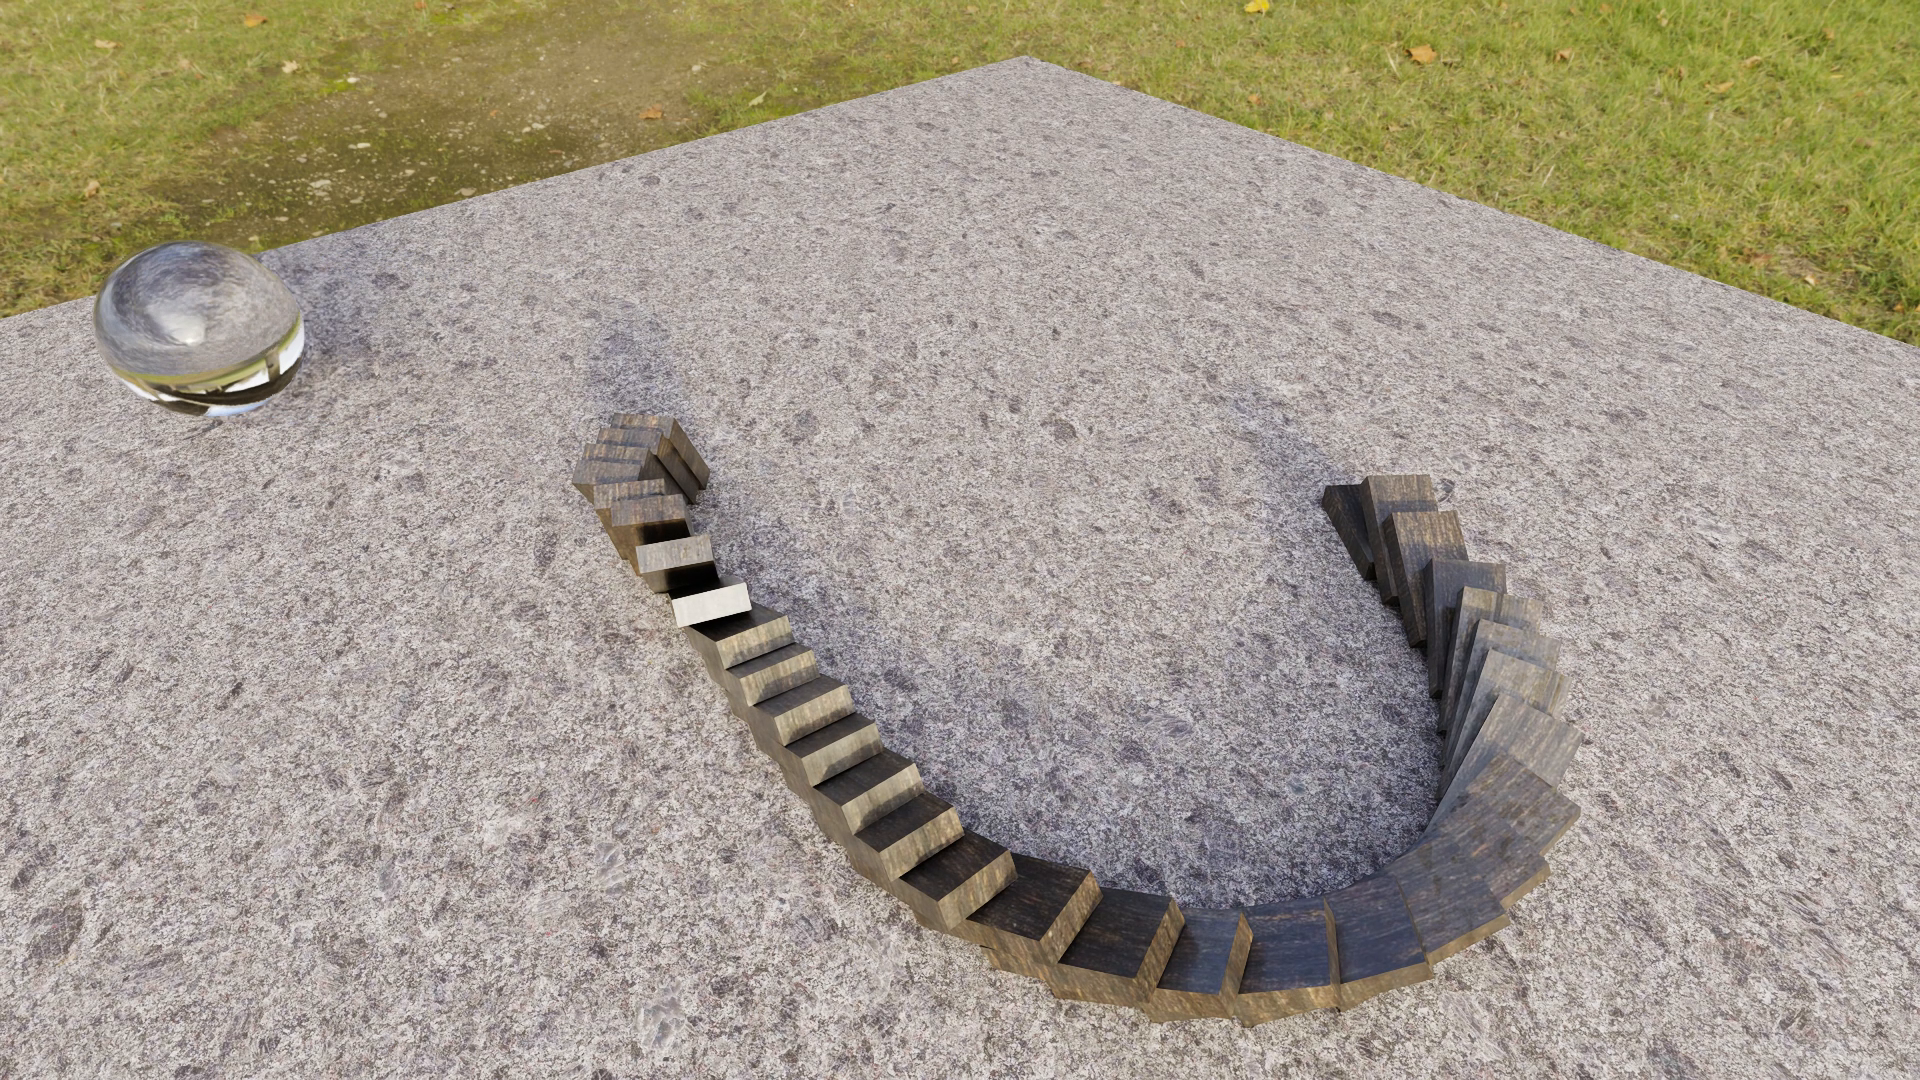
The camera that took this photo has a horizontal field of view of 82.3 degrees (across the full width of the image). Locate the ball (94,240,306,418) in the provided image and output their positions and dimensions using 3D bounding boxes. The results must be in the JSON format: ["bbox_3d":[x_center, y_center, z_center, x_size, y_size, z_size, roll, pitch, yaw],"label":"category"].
[{"bbox_3d":[-0.348,-0.097,0.506,0.080,0.080,0.080,0,39,0],"label":"ball"}]

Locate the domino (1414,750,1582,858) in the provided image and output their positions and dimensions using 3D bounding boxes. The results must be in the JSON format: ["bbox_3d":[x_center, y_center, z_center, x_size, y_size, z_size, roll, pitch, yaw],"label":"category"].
[{"bbox_3d":[0.150,0.088,0.316,0.050,0.010,0.025,-46,51,-3],"label":"domino"}]

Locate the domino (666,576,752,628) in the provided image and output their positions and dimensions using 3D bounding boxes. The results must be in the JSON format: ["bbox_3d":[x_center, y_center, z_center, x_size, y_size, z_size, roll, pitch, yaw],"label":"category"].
[{"bbox_3d":[-0.091,0.021,0.396,0.025,0.010,0.050,-14,5,-16],"label":"domino"}]

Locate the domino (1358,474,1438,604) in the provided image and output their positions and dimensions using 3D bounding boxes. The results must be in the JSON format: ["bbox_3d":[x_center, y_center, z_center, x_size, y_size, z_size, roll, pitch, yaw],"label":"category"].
[{"bbox_3d":[0.172,-0.001,0.425,0.025,0.010,0.050,-1,67,-3],"label":"domino"}]

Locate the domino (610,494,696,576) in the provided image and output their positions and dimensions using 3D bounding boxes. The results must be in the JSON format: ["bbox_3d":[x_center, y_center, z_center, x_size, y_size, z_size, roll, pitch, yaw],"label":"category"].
[{"bbox_3d":[-0.114,-0.001,0.414,0.025,0.050,0.010,-7,69,-9],"label":"domino"}]

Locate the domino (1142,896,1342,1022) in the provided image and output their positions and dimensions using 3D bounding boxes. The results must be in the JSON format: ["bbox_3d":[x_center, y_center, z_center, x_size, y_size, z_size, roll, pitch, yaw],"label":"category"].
[{"bbox_3d":[0.073,0.111,0.290,0.050,0.010,0.025,-17,33,25],"label":"domino"}]

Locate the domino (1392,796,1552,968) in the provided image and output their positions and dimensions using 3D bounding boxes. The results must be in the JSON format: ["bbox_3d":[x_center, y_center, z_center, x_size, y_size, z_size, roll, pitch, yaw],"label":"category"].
[{"bbox_3d":[0.134,0.097,0.306,0.050,0.010,0.025,-39,45,3],"label":"domino"}]

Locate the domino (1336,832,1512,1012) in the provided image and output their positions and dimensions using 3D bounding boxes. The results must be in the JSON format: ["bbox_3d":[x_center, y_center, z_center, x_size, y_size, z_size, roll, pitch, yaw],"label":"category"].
[{"bbox_3d":[0.118,0.103,0.298,0.050,0.010,0.025,-32,44,9],"label":"domino"}]

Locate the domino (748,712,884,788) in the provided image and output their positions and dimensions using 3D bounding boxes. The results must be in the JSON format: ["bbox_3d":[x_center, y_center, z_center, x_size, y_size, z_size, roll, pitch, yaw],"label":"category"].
[{"bbox_3d":[-0.047,0.062,0.349,0.025,0.009,0.050,-23,14,-25],"label":"domino"}]

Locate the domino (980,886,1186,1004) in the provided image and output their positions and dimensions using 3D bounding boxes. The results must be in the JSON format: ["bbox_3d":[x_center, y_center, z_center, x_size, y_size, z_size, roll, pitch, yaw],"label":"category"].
[{"bbox_3d":[0.032,0.106,0.295,0.050,0.009,0.025,-6,32,41],"label":"domino"}]

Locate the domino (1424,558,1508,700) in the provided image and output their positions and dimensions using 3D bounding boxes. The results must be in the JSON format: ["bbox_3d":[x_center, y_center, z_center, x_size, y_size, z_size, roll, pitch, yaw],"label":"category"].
[{"bbox_3d":[0.179,0.032,0.388,0.025,0.009,0.050,6,65,7],"label":"domino"}]

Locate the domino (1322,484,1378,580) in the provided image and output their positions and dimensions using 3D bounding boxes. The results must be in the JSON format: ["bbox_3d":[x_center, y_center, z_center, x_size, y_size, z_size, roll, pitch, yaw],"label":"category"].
[{"bbox_3d":[0.169,-0.004,0.448,0.025,0.009,0.050,-3,39,-4],"label":"domino"}]

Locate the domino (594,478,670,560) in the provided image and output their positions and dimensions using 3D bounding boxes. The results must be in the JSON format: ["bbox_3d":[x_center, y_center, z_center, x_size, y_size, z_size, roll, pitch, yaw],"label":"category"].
[{"bbox_3d":[-0.122,-0.007,0.422,0.025,0.050,0.009,-6,68,-8],"label":"domino"}]

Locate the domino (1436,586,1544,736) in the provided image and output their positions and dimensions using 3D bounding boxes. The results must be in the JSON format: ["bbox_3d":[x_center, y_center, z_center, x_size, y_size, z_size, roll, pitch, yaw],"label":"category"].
[{"bbox_3d":[0.178,0.043,0.370,0.025,0.010,0.050,12,76,14],"label":"domino"}]

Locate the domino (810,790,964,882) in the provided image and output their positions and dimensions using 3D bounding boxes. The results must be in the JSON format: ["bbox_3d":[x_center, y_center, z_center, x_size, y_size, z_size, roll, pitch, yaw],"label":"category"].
[{"bbox_3d":[-0.023,0.082,0.324,0.025,0.009,0.050,-26,16,-26],"label":"domino"}]

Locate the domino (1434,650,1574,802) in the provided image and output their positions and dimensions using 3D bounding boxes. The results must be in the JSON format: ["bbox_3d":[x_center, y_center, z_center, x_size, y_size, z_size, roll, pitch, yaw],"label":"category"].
[{"bbox_3d":[0.170,0.063,0.345,0.025,0.009,0.050,21,78,18],"label":"domino"}]

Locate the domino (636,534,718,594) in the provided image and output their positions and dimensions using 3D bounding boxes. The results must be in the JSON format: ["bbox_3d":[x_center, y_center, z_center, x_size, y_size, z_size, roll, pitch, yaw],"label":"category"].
[{"bbox_3d":[-0.103,0.009,0.405,0.025,0.050,0.010,-11,81,-12],"label":"domino"}]

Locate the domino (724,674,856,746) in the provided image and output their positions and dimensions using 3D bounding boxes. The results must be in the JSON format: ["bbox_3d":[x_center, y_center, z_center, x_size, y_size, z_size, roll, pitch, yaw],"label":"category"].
[{"bbox_3d":[-0.056,0.052,0.359,0.025,0.009,0.050,-23,14,-26],"label":"domino"}]

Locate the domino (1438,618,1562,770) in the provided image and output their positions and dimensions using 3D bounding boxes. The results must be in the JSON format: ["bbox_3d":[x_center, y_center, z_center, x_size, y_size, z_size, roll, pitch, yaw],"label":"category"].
[{"bbox_3d":[0.175,0.053,0.357,0.025,0.010,0.050,16,77,17],"label":"domino"}]

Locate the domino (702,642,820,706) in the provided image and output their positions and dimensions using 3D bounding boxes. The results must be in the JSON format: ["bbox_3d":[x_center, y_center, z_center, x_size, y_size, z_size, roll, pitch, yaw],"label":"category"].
[{"bbox_3d":[-0.068,0.042,0.373,0.025,0.010,0.050,-21,13,-24],"label":"domino"}]

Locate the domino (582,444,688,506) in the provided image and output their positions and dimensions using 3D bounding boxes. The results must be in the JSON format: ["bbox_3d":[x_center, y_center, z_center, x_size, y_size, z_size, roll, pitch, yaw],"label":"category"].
[{"bbox_3d":[-0.129,-0.023,0.441,0.025,0.050,0.010,5,70,6],"label":"domino"}]

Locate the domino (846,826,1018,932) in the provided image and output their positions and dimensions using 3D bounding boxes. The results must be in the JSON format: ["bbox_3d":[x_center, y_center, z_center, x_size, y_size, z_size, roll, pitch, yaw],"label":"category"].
[{"bbox_3d":[-0.009,0.092,0.314,0.025,0.009,0.050,-28,19,-30],"label":"domino"}]

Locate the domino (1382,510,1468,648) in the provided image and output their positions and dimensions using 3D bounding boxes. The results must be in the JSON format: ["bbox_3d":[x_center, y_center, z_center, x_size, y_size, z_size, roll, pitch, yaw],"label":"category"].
[{"bbox_3d":[0.176,0.014,0.408,0.025,0.010,0.050,-2,67,-3],"label":"domino"}]

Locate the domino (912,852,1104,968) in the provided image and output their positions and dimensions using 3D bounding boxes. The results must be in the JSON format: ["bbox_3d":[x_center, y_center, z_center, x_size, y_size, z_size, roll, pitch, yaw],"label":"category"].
[{"bbox_3d":[0.012,0.099,0.304,0.050,0.009,0.025,-3,30,45],"label":"domino"}]

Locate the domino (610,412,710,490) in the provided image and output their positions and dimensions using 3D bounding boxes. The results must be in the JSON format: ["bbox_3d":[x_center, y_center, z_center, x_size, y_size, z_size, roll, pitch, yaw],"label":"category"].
[{"bbox_3d":[-0.124,-0.036,0.457,0.025,0.050,0.010,5,70,6],"label":"domino"}]

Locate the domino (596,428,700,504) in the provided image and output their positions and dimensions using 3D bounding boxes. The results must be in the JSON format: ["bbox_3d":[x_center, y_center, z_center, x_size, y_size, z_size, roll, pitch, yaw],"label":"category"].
[{"bbox_3d":[-0.127,-0.029,0.449,0.025,0.050,0.010,5,70,6],"label":"domino"}]

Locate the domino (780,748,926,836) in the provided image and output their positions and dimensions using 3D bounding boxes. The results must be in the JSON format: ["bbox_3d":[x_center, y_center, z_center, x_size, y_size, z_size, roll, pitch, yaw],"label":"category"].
[{"bbox_3d":[-0.034,0.072,0.336,0.025,0.010,0.050,-26,16,-26],"label":"domino"}]

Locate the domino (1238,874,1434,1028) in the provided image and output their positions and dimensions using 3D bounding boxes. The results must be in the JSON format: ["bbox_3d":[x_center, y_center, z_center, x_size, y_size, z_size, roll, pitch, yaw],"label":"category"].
[{"bbox_3d":[0.096,0.109,0.292,0.050,0.010,0.025,-24,37,17],"label":"domino"}]

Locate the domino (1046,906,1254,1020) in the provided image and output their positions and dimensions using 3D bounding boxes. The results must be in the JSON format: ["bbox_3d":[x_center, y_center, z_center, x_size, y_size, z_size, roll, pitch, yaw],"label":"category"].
[{"bbox_3d":[0.050,0.110,0.291,0.050,0.009,0.025,-9,30,35],"label":"domino"}]

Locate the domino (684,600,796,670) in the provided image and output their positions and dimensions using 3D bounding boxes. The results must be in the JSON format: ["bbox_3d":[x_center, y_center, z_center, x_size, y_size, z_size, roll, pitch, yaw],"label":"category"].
[{"bbox_3d":[-0.078,0.032,0.385,0.025,0.009,0.050,-21,12,-23],"label":"domino"}]

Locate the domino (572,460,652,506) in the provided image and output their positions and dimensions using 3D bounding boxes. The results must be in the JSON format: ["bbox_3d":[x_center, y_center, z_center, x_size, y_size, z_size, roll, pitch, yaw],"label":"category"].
[{"bbox_3d":[-0.130,-0.016,0.432,0.025,0.050,0.009,5,70,6],"label":"domino"}]

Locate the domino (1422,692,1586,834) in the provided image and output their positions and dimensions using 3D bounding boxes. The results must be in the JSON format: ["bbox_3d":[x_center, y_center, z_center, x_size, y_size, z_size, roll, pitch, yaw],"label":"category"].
[{"bbox_3d":[0.163,0.074,0.331,0.025,0.010,0.050,29,81,25],"label":"domino"}]
